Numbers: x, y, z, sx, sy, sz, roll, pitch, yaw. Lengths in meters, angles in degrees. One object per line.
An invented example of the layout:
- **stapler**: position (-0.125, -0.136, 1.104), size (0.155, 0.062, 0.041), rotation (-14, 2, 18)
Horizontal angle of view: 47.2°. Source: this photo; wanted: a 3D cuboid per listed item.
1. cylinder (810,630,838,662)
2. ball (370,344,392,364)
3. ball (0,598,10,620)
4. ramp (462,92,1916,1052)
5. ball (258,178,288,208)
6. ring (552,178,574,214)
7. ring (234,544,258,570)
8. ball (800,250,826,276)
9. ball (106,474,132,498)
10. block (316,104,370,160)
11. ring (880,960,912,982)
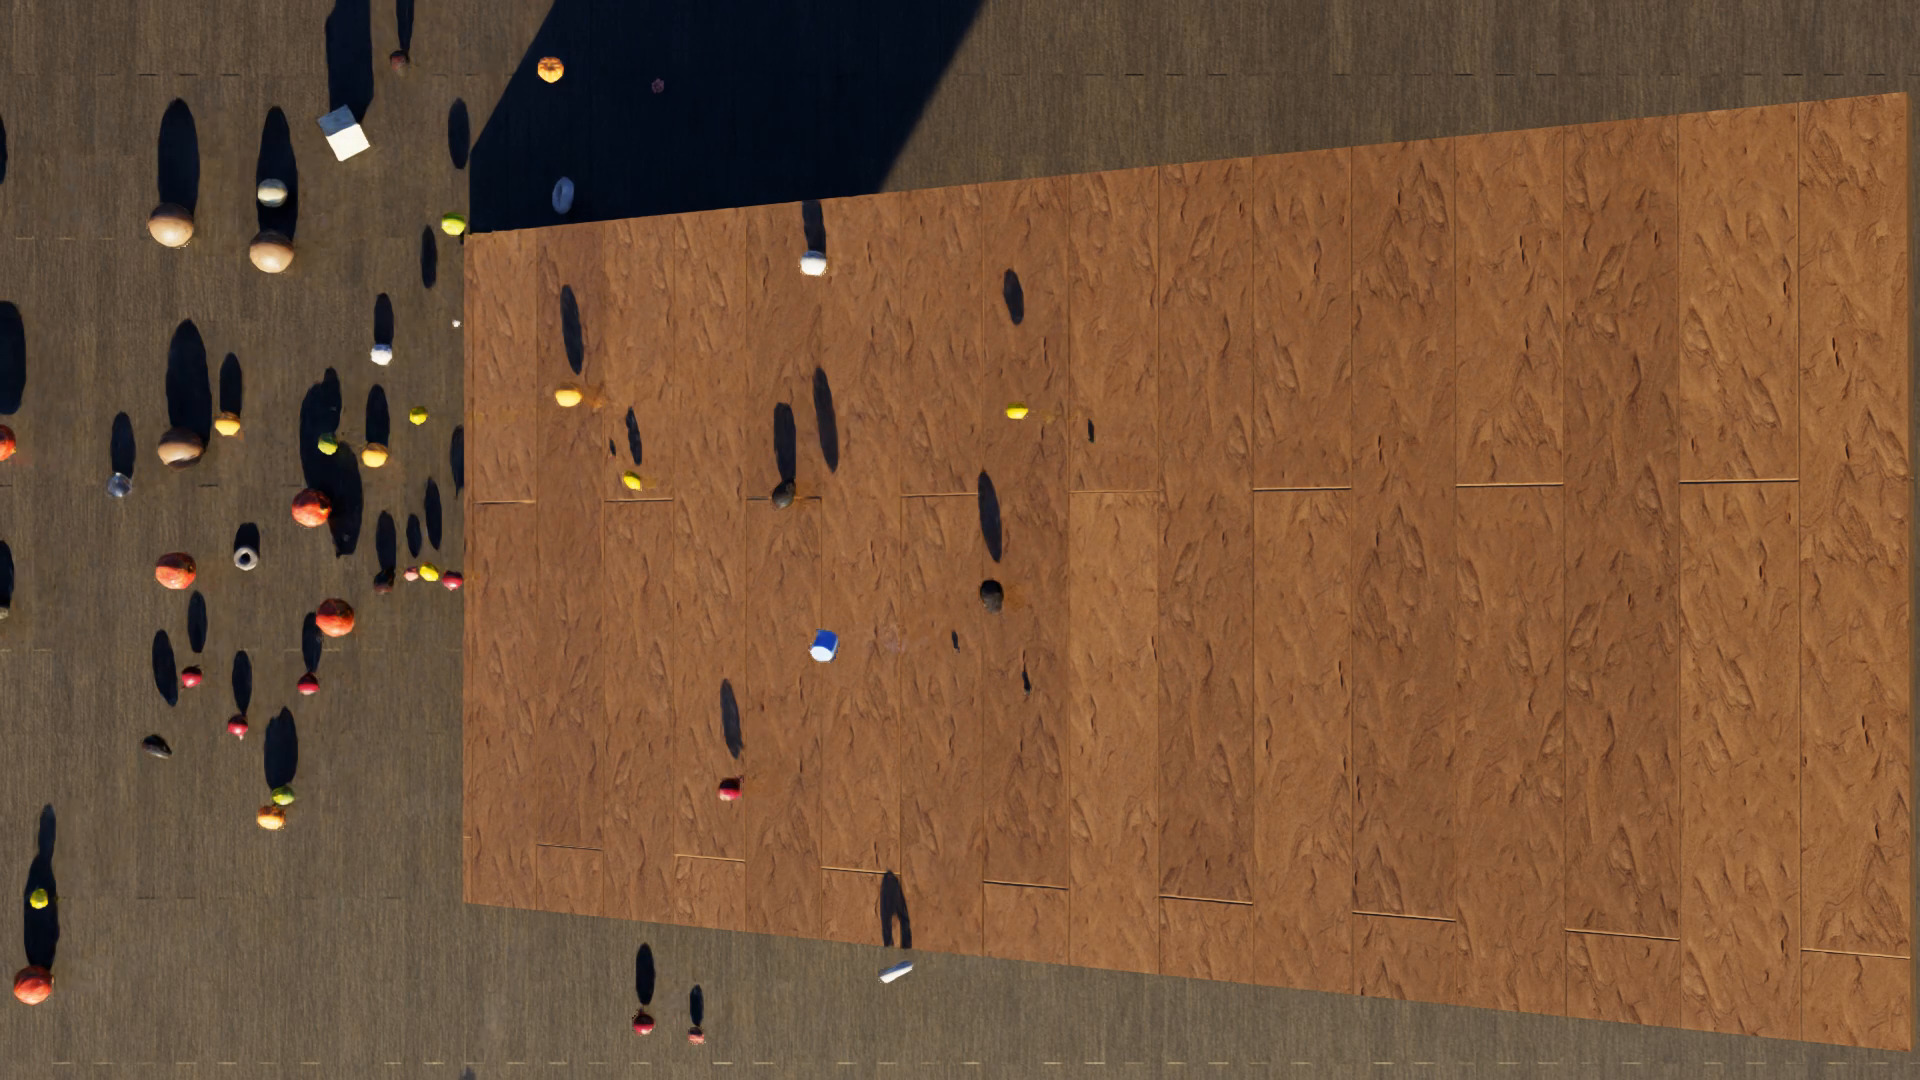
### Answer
- **cylinder**: position (-0.352, 0.275, 5.729), size (0.059, 0.059, 0.059), rotation (19, 49, 0)
- **ball**: position (-1.749, -0.562, 6.646), size (0.063, 0.063, 0.063), rotation (0, 89, 0)
- **ball**: position (-2.902, 0.206, 6.636), size (0.068, 0.068, 0.068), rotation (0, 89, 0)
- **ramp**: position (0.270, 0.075, 5.626), size (4.000, 0.100, 2.000), rotation (0, 89, 30)
- **ball**: position (-2.075, -1.047, 6.637), size (0.090, 0.090, 0.090), rotation (0, 89, 0)
- **ring**: position (-1.176, -1.019, 6.516), size (0.037, 0.112, 0.112), rotation (6, 89, -31)
- **ring**: position (-2.161, 0.051, 6.658), size (0.078, 0.026, 0.078), rotation (0, 91, 4)
- **ball**: position (-0.395, -0.746, 5.922), size (0.067, 0.067, 0.067), rotation (0, 89, 0)
- **ball**: position (-2.539, -0.164, 6.635), size (0.075, 0.075, 0.075), rotation (0, 89, 0)
- **block**: position (-1.852, -1.222, 6.603), size (0.099, 0.099, 0.099), rotation (-29, 56, -10)
- **ring**: position (-0.166, 1.132, 5.779), size (0.094, 0.094, 0.031), rotation (-28, 82, 0)
